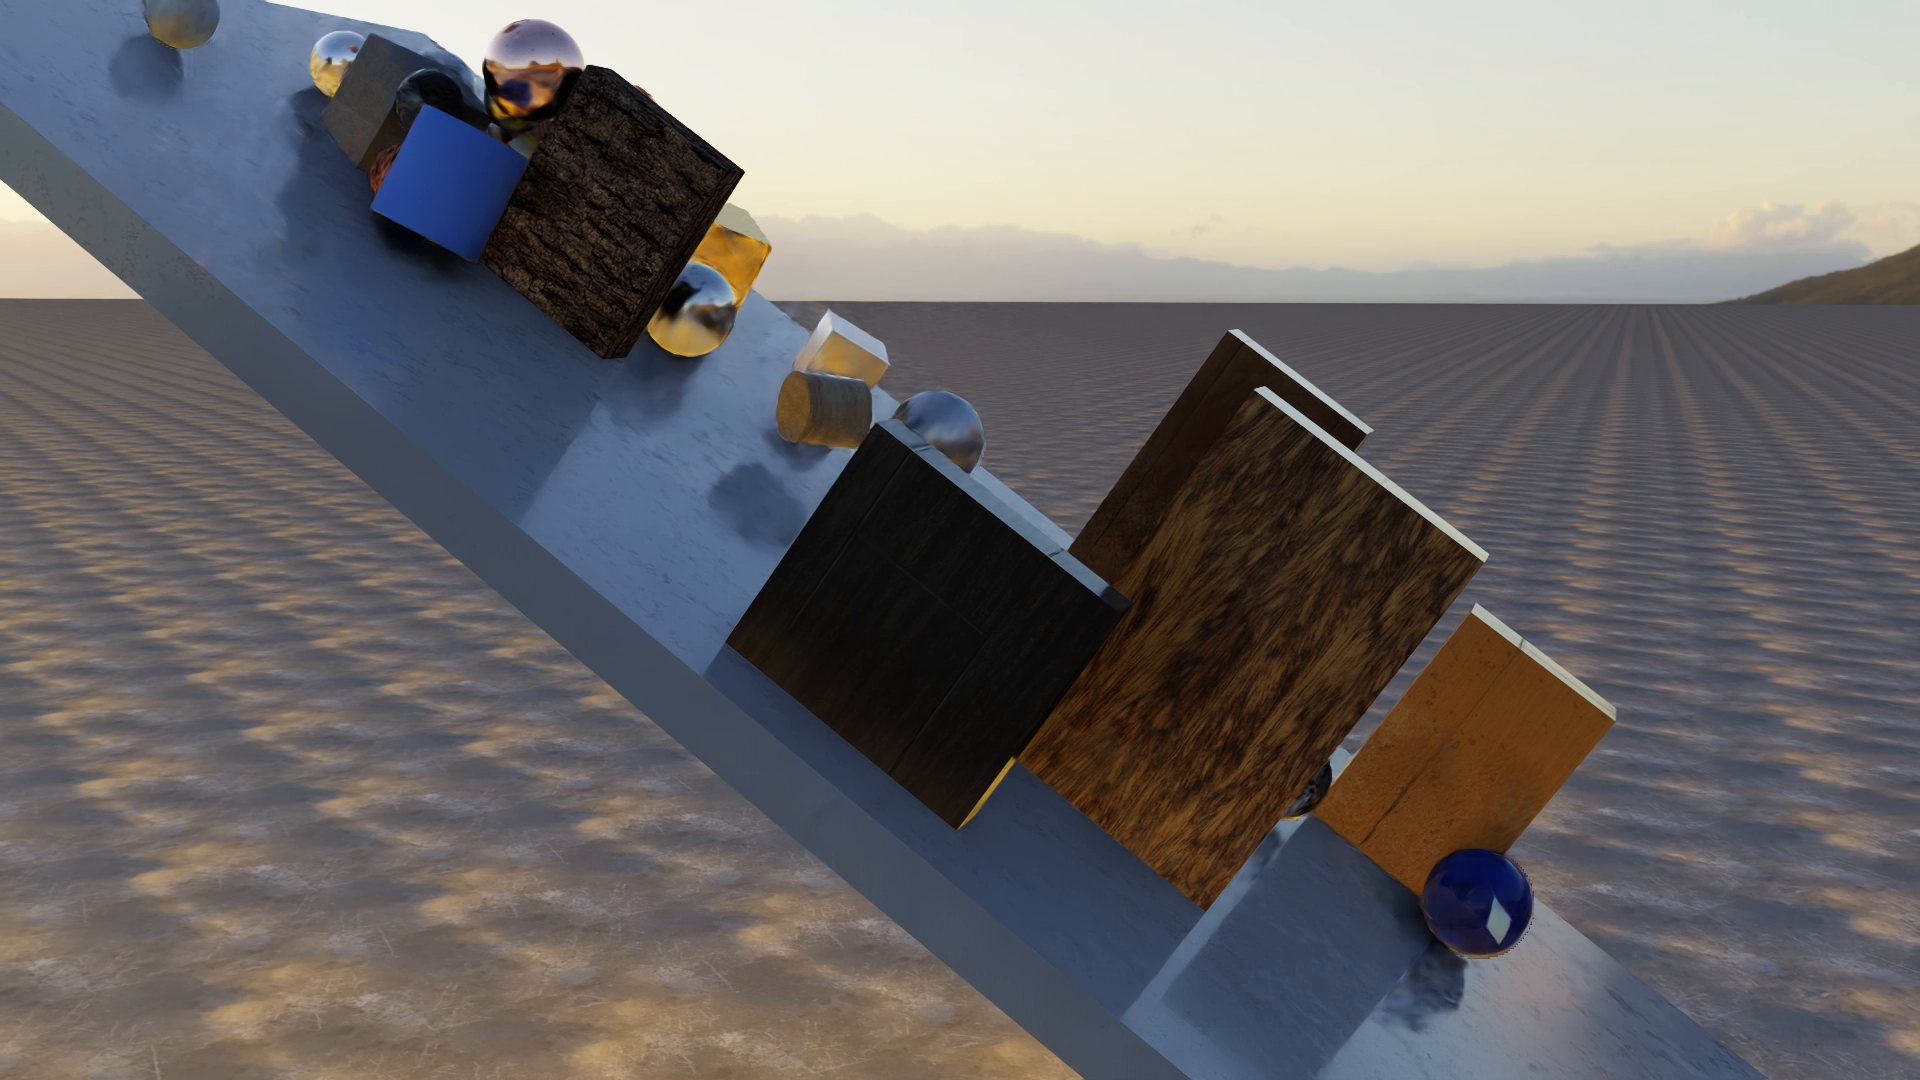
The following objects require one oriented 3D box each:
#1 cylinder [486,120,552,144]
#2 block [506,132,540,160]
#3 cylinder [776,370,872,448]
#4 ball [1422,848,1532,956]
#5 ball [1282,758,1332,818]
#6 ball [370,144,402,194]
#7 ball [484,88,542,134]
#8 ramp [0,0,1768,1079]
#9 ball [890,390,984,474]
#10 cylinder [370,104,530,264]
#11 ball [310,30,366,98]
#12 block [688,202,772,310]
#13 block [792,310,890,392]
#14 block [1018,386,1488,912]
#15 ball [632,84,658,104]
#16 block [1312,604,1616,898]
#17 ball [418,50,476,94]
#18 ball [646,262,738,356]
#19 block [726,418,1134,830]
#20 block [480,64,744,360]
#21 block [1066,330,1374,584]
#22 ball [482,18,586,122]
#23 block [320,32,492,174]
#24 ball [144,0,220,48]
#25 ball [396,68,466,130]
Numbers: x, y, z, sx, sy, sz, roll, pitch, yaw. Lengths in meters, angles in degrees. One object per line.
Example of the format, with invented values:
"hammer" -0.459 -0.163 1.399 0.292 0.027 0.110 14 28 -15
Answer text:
"cylinder" -0.867 -0.765 4.418 0.177 0.177 0.177 -17 4 8
"block" -0.830 -0.652 4.261 0.181 0.181 0.181 35 15 -7
"cylinder" -0.259 -0.248 4.199 0.135 0.135 0.135 5 3 -32
"ball" 0.968 0.678 4.116 0.201 0.201 0.201 0 7 0
"ball" 0.614 0.440 4.136 0.168 0.168 0.168 0 7 0
"ball" -1.023 -0.666 4.042 0.121 0.121 0.121 0 7 0
"ball" -0.846 -0.839 4.195 0.124 0.124 0.124 0 7 0
"ramp" -0.074 0.140 4.074 4.000 0.100 2.000 38 16 10
"ball" -0.051 -0.211 4.587 0.204 0.204 0.204 0 7 0
"cylinder" -0.910 -0.635 3.925 0.208 0.208 0.208 27 0 0
"ball" -1.231 -0.949 4.403 0.139 0.139 0.139 0 7 0
"block" -0.555 -0.619 4.718 0.192 0.192 0.192 18 22 -33
"block" -0.259 -0.381 4.758 0.146 0.146 0.146 30 16 -18
"block" 0.441 0.176 3.521 0.439 0.718 0.105 38 16 10
"ball" -0.672 -0.821 4.353 0.169 0.169 0.169 0 7 0
"block" 0.982 0.431 4.296 0.334 0.507 0.129 38 16 10
"ball" -1.103 -0.953 4.638 0.162 0.162 0.162 0 7 0
"ball" -0.532 -0.454 4.326 0.186 0.186 0.186 0 7 0
"block" -0.050 0.122 3.228 0.445 0.410 0.091 38 16 10
"block" -0.653 -0.604 4.070 0.329 0.423 0.099 38 16 10
"block" 0.518 -0.076 4.572 0.350 0.636 0.116 38 16 10
"ball" -0.785 -0.865 4.053 0.187 0.187 0.187 0 7 0
"block" -1.066 -0.813 4.238 0.199 0.199 0.199 18 23 -47
"ball" -1.436 -0.974 4.058 0.133 0.133 0.133 0 7 0
"ball" -0.977 -0.805 4.057 0.126 0.126 0.126 0 7 0
